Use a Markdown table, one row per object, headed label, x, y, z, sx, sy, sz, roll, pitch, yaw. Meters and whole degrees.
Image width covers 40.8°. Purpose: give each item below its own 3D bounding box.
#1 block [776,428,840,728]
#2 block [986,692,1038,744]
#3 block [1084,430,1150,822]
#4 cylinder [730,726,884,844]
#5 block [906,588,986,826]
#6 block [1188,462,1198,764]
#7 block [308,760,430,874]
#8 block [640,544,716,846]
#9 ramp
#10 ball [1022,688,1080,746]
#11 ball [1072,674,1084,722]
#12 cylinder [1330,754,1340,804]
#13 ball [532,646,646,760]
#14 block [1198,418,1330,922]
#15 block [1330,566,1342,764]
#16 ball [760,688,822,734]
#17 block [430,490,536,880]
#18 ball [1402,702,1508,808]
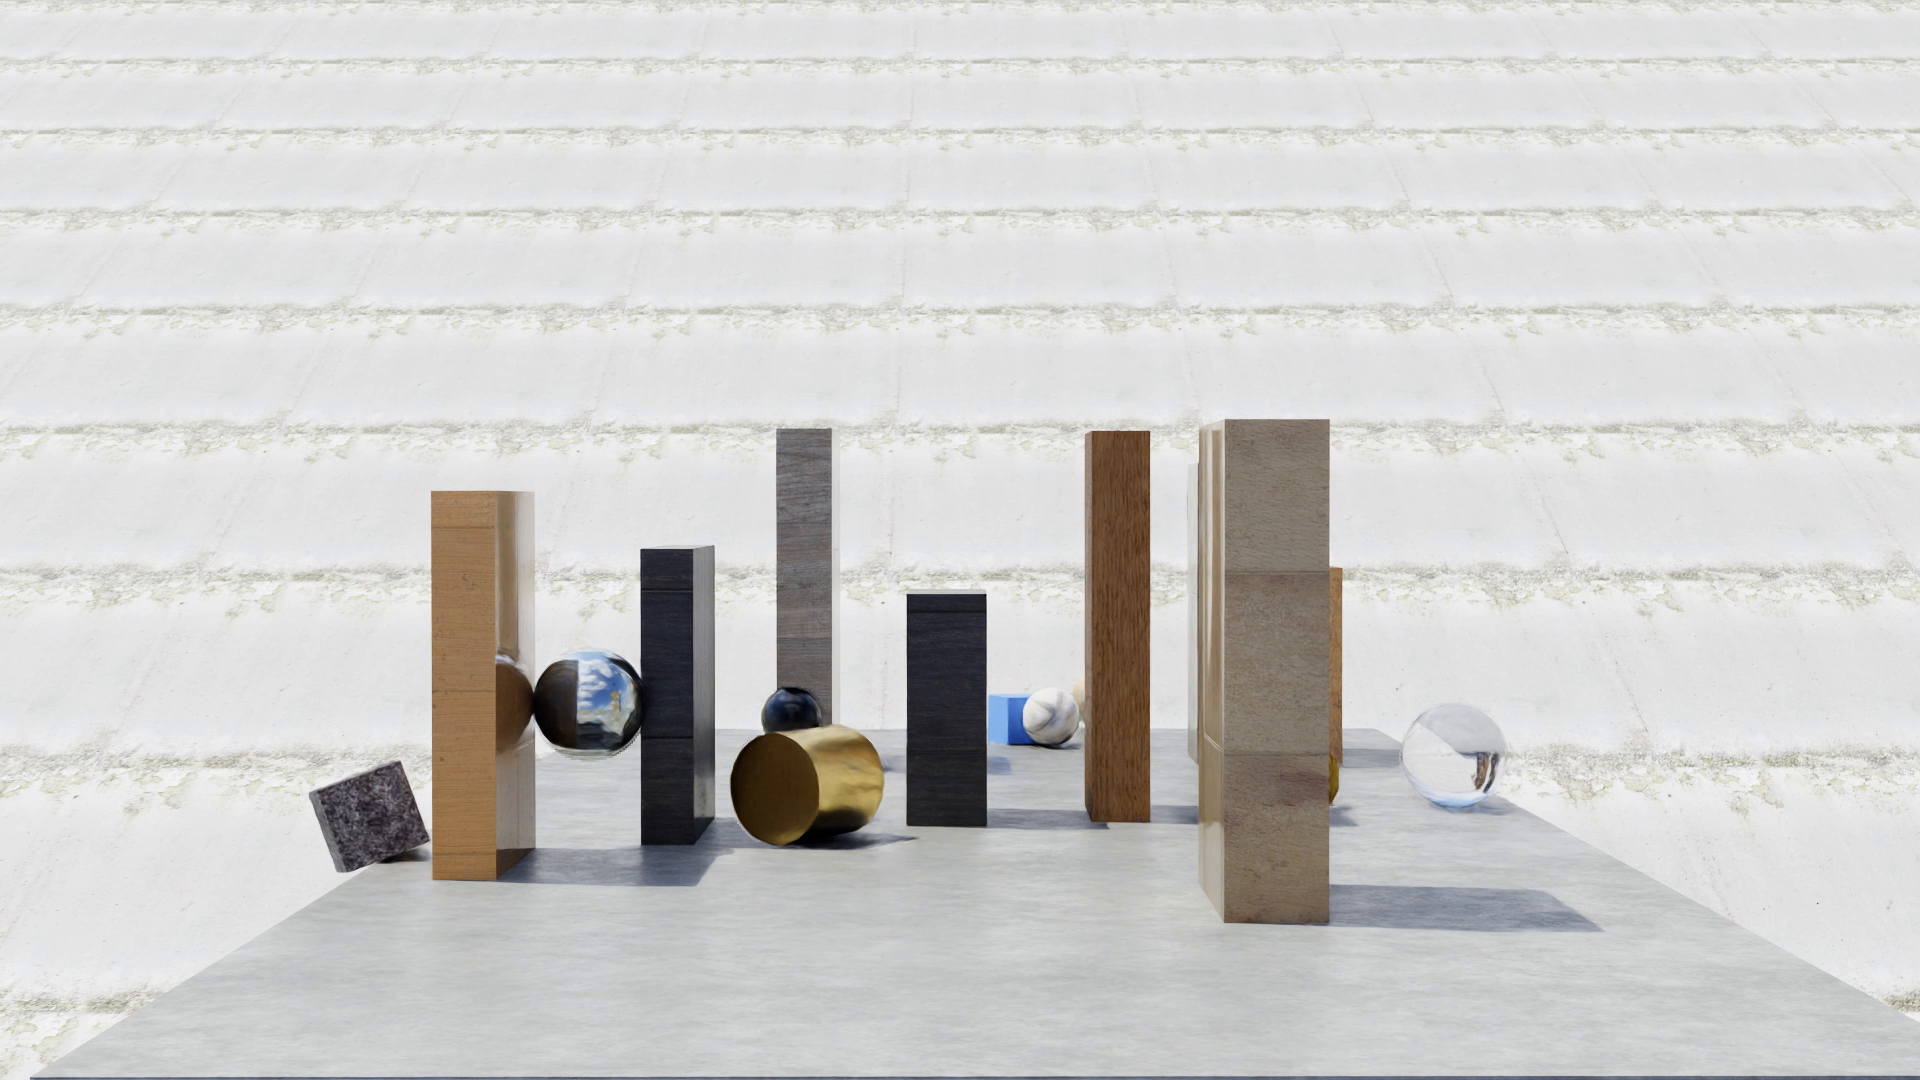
| label | x | y | z | sx | sy | sz | roll | pitch | yaw |
| --- | --- | --- | --- | --- | --- | --- | --- | --- | --- |
| block | -0.335 | 0.126 | 5.740 | 0.120 | 0.737 | 0.390 | 0 | 1 | 0 |
| block | 0.138 | 0.431 | 6.234 | 0.112 | 0.112 | 0.112 | 0 | 1 | -27 |
| block | 0.291 | 0.154 | 4.797 | 0.106 | 0.707 | 0.271 | 0 | 1 | 0 |
| cylinder | -0.261 | 0.419 | 4.431 | 0.189 | 0.189 | 0.189 | 19 | 11 | 31 |
| block | -0.024 | 0.301 | 4.739 | 0.143 | 0.415 | 0.274 | 0 | 1 | 0 |
| block | 0.563 | 0.161 | 5.792 | 0.084 | 0.664 | 0.242 | 0 | 1 | 0 |
| block | -0.968 | 0.453 | 4.227 | 0.141 | 0.141 | 0.141 | -20 | 1 | -21 |
| block | -0.494 | 0.262 | 4.545 | 0.089 | 0.500 | 0.389 | 0 | 1 | 0 |
| ramp | 0.062 | 0.561 | 4.599 | 2.000 | 0.100 | 4.000 | 0 | 1 | 0 |
| ball | 0.216 | 0.419 | 6.120 | 0.139 | 0.139 | 0.139 | 0 | 28 | 0 |
| ball | 0.361 | 0.403 | 6.588 | 0.157 | 0.157 | 0.157 | 0 | 28 | 0 |
| cylinder | 0.643 | 0.451 | 4.896 | 0.109 | 0.109 | 0.109 | 1 | 21 | 45 |
| ball | -0.617 | 0.271 | 4.299 | 0.187 | 0.187 | 0.187 | 0 | 28 | 0 |
| block | 0.434 | 0.177 | 3.729 | 0.144 | 0.691 | 0.377 | 0 | 1 | 0 |
| block | 0.793 | 0.275 | 5.892 | 0.106 | 0.433 | 0.355 | 0 | 1 | 0 |
| ball | -0.358 | 0.378 | 5.484 | 0.130 | 0.130 | 0.130 | 0 | 28 | 0 |
| block | -0.759 | 0.220 | 4.133 | 0.098 | 0.596 | 0.371 | 0 | 1 | 0 |
| ball | 0.935 | 0.407 | 4.883 | 0.198 | 0.198 | 0.198 | 0 | 28 | 0 |
